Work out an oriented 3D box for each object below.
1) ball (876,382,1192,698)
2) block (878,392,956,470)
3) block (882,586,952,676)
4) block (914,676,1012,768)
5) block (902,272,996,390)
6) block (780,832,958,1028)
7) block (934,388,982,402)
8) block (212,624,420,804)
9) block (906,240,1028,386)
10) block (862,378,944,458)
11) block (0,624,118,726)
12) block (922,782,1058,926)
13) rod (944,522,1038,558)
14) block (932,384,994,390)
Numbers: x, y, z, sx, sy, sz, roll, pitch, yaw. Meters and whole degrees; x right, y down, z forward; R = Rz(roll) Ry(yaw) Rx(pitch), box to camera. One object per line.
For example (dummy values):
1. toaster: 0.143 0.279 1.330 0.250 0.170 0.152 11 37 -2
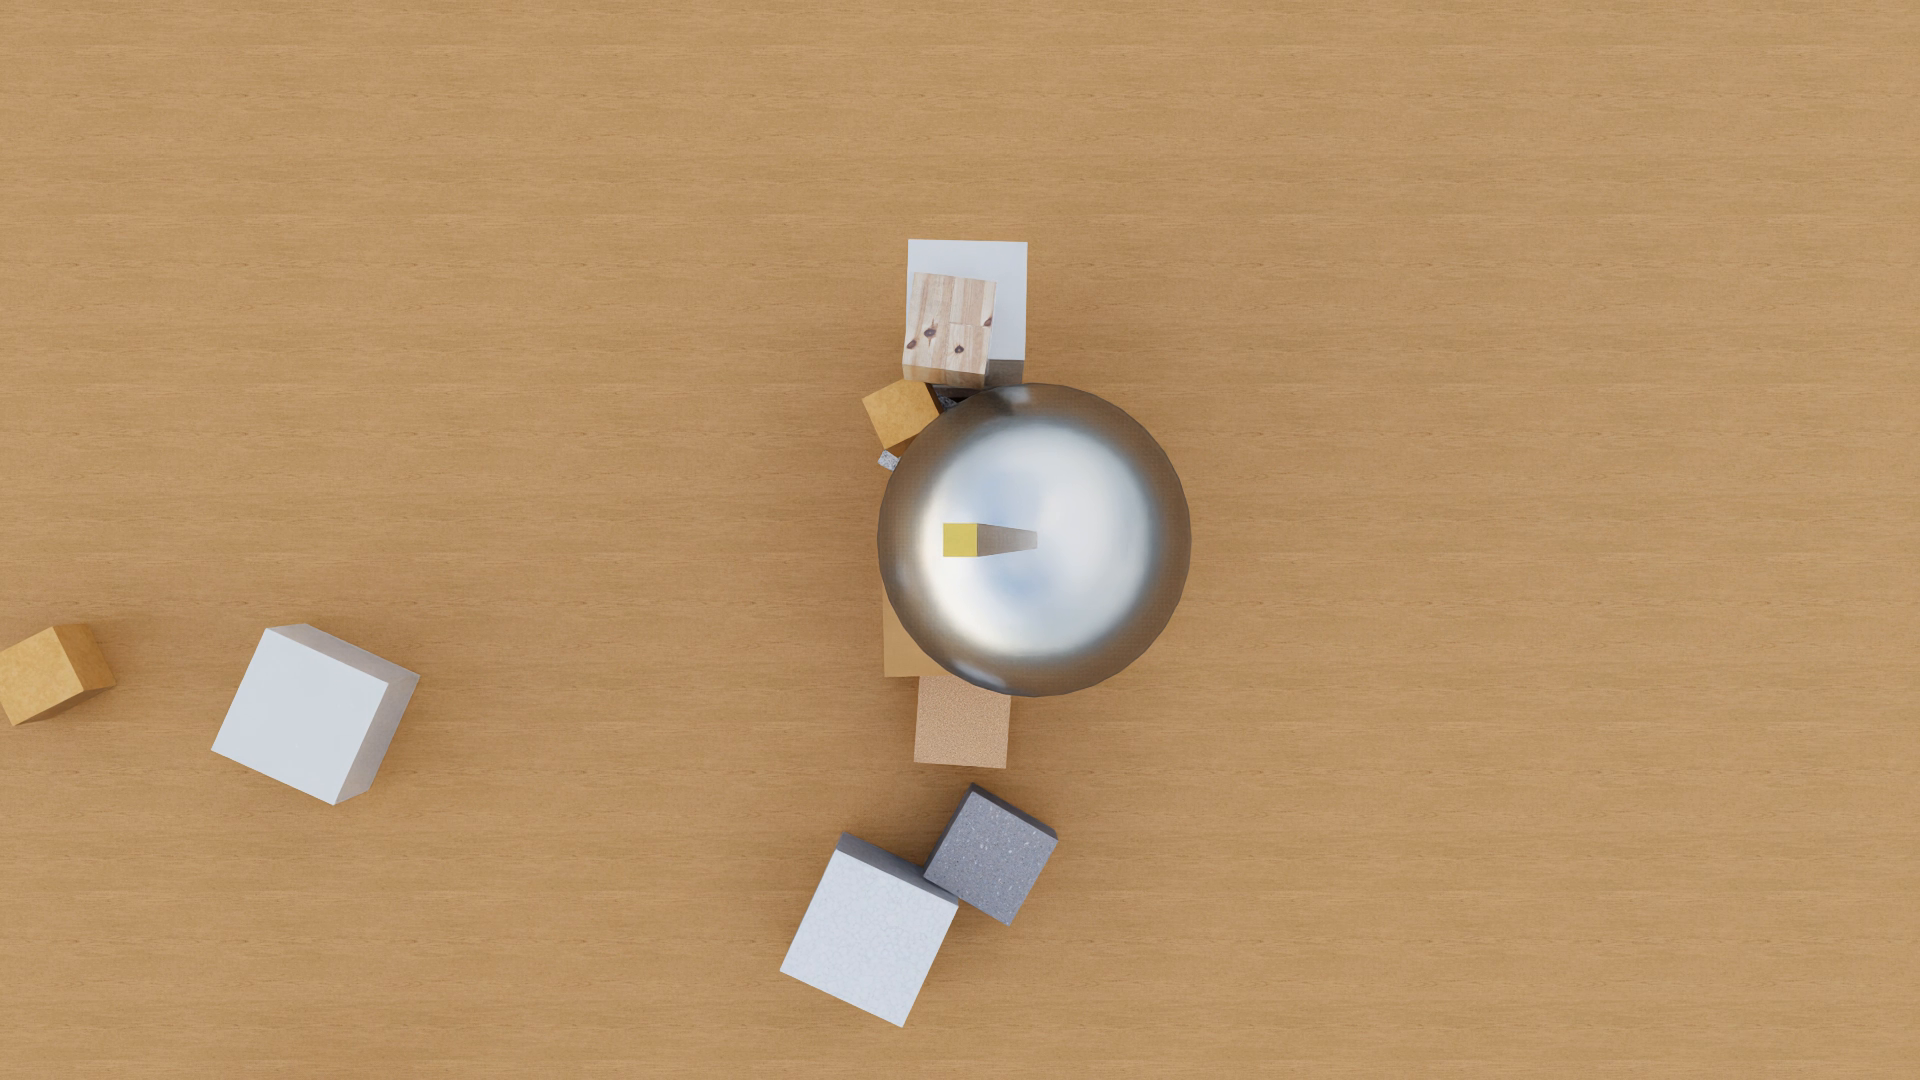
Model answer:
1. ball: 0.374 0.000 11.163 1.600 1.600 1.600 0 90 0
2. block: -0.144 -0.531 12.039 0.418 0.500 0.482 28 90 0
3. block: -0.036 0.386 12.575 0.781 0.850 0.720 -2 90 0
4. block: 0.017 1.028 12.757 0.527 0.485 0.510 4 90 0
5. block: -0.052 -1.040 10.970 0.406 0.411 0.465 7 83 1
6. block: -0.506 2.214 12.610 0.753 0.781 0.743 25 90 0
7. block: -0.011 -1.034 12.710 0.476 0.522 0.522 -1 83 0
8. block: -3.683 0.986 12.634 0.751 0.733 0.746 24 90 0
9. block: 0.034 -1.183 11.563 0.608 0.732 0.612 1 83 0
10. block: -0.274 -0.659 11.597 0.333 0.364 0.296 -26 82 6
11. block: -5.275 0.775 12.752 0.455 0.496 0.410 -27 90 0
12. block: 0.175 1.815 12.758 0.568 0.484 0.563 30 90 0
13. rod: 0.162 0.000 7.769 0.080 5.200 0.080 0 90 4
14. block: -0.008 -1.180 12.198 0.544 0.530 0.586 2 83 0
